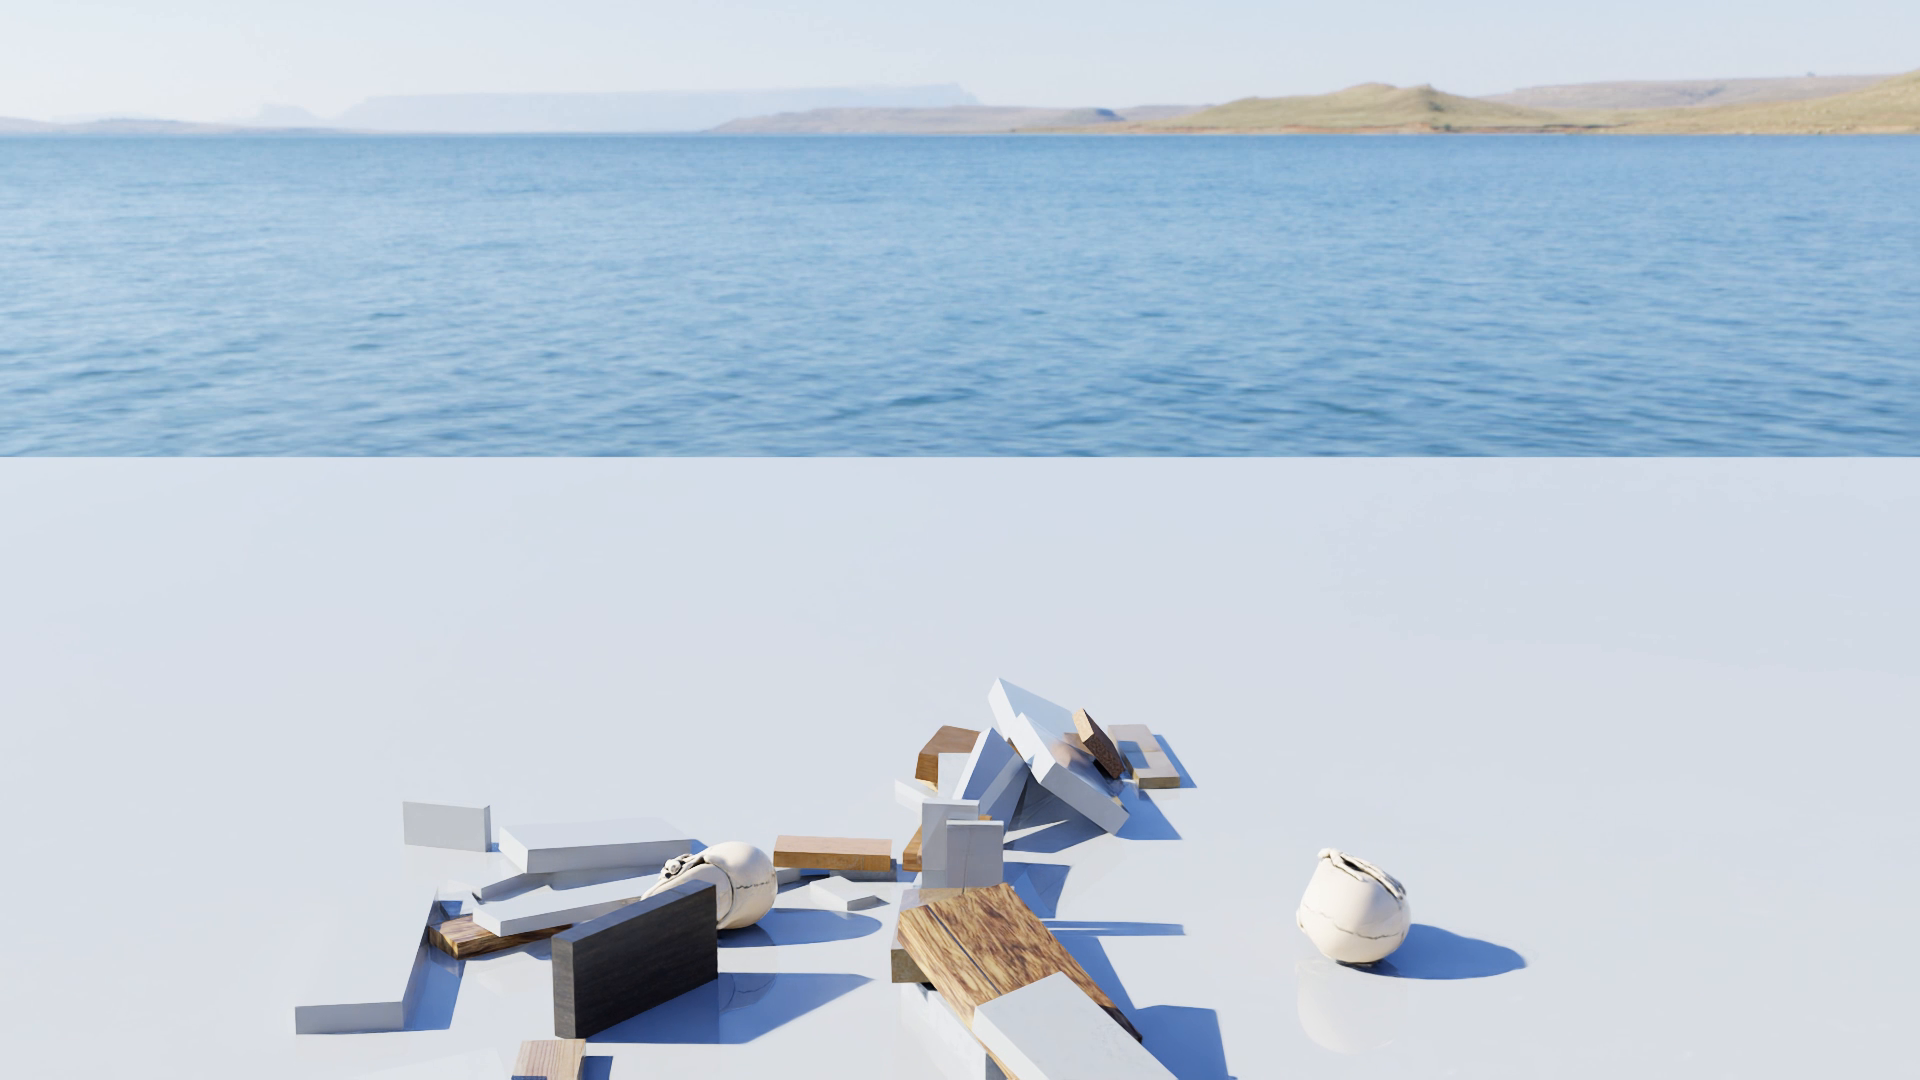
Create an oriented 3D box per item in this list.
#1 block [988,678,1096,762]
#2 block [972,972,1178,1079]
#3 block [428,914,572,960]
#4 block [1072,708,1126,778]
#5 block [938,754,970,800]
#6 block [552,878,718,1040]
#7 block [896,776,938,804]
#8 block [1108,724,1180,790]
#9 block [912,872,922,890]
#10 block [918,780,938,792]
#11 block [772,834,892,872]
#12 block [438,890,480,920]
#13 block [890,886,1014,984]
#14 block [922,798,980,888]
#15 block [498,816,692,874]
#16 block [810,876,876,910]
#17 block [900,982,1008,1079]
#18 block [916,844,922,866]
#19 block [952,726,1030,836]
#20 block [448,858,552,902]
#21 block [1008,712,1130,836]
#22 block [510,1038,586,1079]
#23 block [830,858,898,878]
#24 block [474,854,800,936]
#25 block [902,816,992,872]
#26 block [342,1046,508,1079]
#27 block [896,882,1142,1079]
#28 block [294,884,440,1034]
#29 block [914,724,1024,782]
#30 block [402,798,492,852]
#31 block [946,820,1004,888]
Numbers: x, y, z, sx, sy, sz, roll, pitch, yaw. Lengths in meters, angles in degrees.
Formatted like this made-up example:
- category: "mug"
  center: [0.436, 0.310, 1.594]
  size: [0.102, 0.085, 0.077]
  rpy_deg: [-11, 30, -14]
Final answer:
- category: "block"
  center: [0.162, 0.378, 4.474]
  size: [0.174, 0.049, 0.347]
  rpy_deg: [26, 7, -9]
- category: "block"
  center: [0.162, 0.674, 2.810]
  size: [0.145, 0.041, 0.291]
  rpy_deg: [-15, 36, -35]
- category: "block"
  center: [-0.724, 0.613, 3.468]
  size: [0.198, 0.028, 0.099]
  rpy_deg: [-8, 13, -38]
- category: "block"
  center: [0.277, 0.406, 4.405]
  size: [0.028, 0.099, 0.198]
  rpy_deg: [-40, 10, 4]
- category: "block"
  center: [-0.001, 0.462, 4.026]
  size: [0.077, 0.022, 0.155]
  rpy_deg: [0, 53, 1]
- category: "block"
  center: [-0.467, 0.605, 3.184]
  size: [0.042, 0.148, 0.295]
  rpy_deg: [8, 13, 35]
- category: "block"
  center: [-0.053, 0.481, 4.196]
  size: [0.077, 0.022, 0.155]
  rpy_deg: [-6, 12, -29]
- category: "block"
  center: [0.368, 0.435, 4.443]
  size: [0.081, 0.023, 0.387]
  rpy_deg: [-1, 11, -5]
- category: "block"
  center: [-0.006, 0.552, 3.647]
  size: [0.111, 0.031, 0.221]
  rpy_deg: [1, 11, 8]
- category: "block"
  center: [-0.013, 0.463, 4.141]
  size: [0.077, 0.022, 0.155]
  rpy_deg: [7, 6, -26]
- category: "block"
  center: [-0.217, 0.536, 3.766]
  size: [0.198, 0.028, 0.099]
  rpy_deg: [2, 8, 0]
- category: "block"
  center: [-0.815, 0.598, 3.582]
  size: [0.055, 0.016, 0.110]
  rpy_deg: [-5, 12, -24]
- category: "block"
  center: [-0.006, 0.587, 3.293]
  size: [0.175, 0.049, 0.349]
  rpy_deg: [-2, 5, 2]
- category: "block"
  center: [-0.015, 0.503, 3.509]
  size: [0.090, 0.179, 0.025]
  rpy_deg: [2, 12, 7]
- category: "block"
  center: [-0.632, 0.527, 3.813]
  size: [0.295, 0.042, 0.148]
  rpy_deg: [1, 9, -30]
- category: "block"
  center: [-0.194, 0.586, 3.648]
  size: [0.057, 0.016, 0.114]
  rpy_deg: [-7, 13, -35]
- category: "block"
  center: [0.055, 0.669, 3.110]
  size: [0.175, 0.049, 0.349]
  rpy_deg: [-4, 11, -20]
- category: "block"
  center: [-0.036, 0.506, 3.595]
  size: [0.057, 0.016, 0.114]
  rpy_deg: [1, 11, 5]
- category: "block"
  center: [0.056, 0.445, 3.969]
  size: [0.031, 0.111, 0.221]
  rpy_deg: [-35, 16, 31]
- category: "block"
  center: [-0.776, 0.570, 3.717]
  size: [0.081, 0.023, 0.161]
  rpy_deg: [7, 13, 35]
- category: "block"
  center: [0.199, 0.434, 4.116]
  size: [0.174, 0.049, 0.347]
  rpy_deg: [36, 3, -13]
- category: "block"
  center: [-0.551, 0.714, 2.936]
  size: [0.086, 0.024, 0.173]
  rpy_deg: [-1, 11, -4]
- category: "block"
  center: [-0.165, 0.563, 3.769]
  size: [0.114, 0.016, 0.057]
  rpy_deg: [0, 11, -2]
- category: "block"
  center: [-0.515, 0.575, 3.581]
  size: [0.568, 0.024, 0.086]
  rpy_deg: [-4, 11, -40]
- category: "block"
  center: [-0.020, 0.510, 3.704]
  size: [0.111, 0.031, 0.221]
  rpy_deg: [2, 11, 10]
- category: "block"
  center: [-0.722, 0.720, 2.789]
  size: [0.291, 0.041, 0.145]
  rpy_deg: [-9, 13, -18]
- category: "block"
  center: [0.076, 0.609, 3.001]
  size: [0.175, 0.049, 0.349]
  rpy_deg: [-10, 34, -29]
- category: "block"
  center: [-0.893, 0.629, 3.342]
  size: [0.148, 0.042, 0.492]
  rpy_deg: [-1, 11, -7]
- category: "block"
  center: [0.026, 0.423, 4.254]
  size: [0.174, 0.049, 0.347]
  rpy_deg: [10, 5, 6]
- category: "block"
  center: [-0.911, 0.505, 3.904]
  size: [0.161, 0.081, 0.023]
  rpy_deg: [3, 11, 16]
- category: "block"
  center: [0.023, 0.534, 3.475]
  size: [0.090, 0.179, 0.025]
  rpy_deg: [0, 7, 2]
